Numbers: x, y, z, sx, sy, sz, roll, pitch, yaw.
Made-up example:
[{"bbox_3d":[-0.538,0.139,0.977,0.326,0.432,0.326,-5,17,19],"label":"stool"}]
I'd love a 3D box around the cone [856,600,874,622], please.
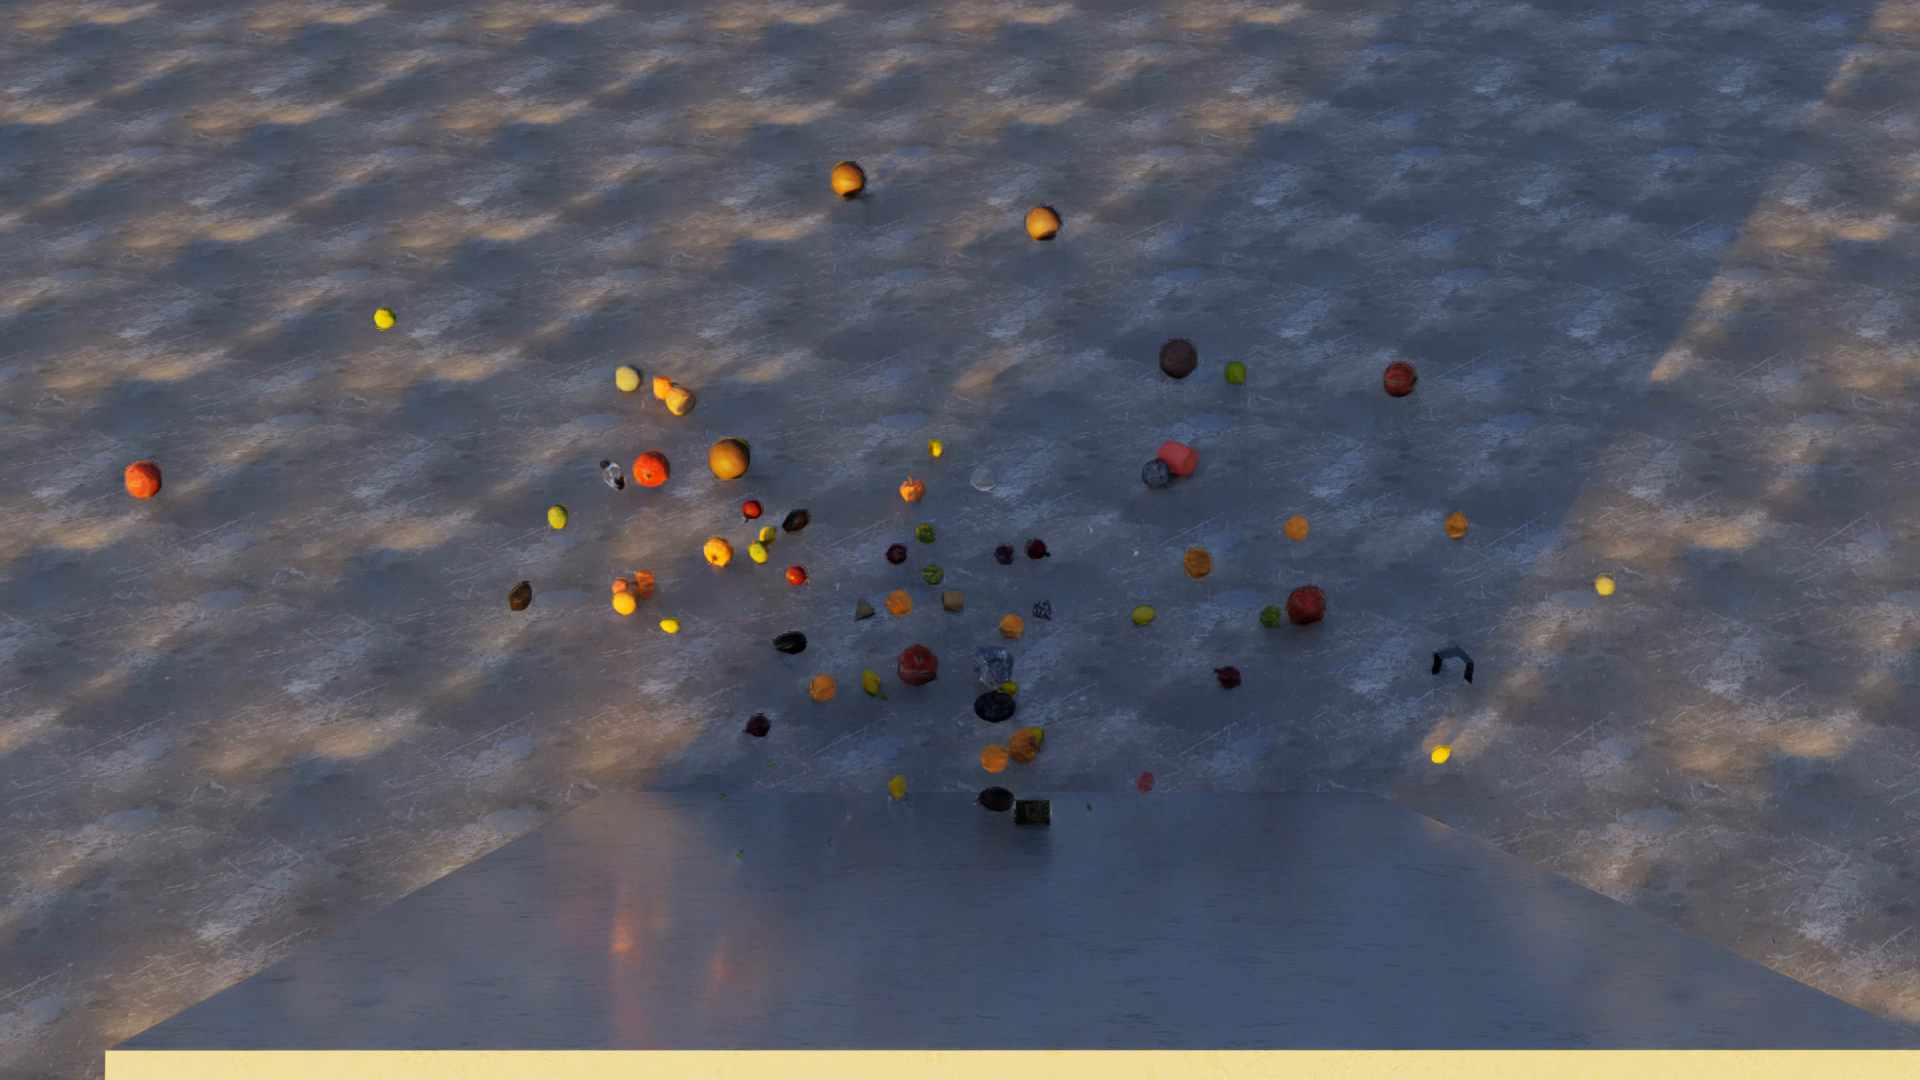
[{"bbox_3d":[-0.290,0.218,7.569,0.060,0.060,0.060,24,71,30],"label":"cone"}]

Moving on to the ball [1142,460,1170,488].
[{"bbox_3d":[0.613,-0.209,8.144,0.088,0.088,0.088,0,34,0],"label":"ball"}]

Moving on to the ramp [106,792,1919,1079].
[{"bbox_3d":[0.076,0.656,4.805,2.000,0.100,4.000,0,-2,0],"label":"ramp"}]

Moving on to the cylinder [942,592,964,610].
[{"bbox_3d":[-0.021,0.178,7.597,0.055,0.055,0.055,-2,34,-6],"label":"cylinder"}]

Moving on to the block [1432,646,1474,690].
[{"bbox_3d":[1.389,0.363,7.314,0.079,0.079,0.079,-14,37,-20],"label":"block"}]

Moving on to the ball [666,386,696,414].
[{"bbox_3d":[-0.915,-0.457,8.502,0.094,0.094,0.094,0,34,0],"label":"ball"}]

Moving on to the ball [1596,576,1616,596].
[{"bbox_3d":[1.909,0.133,7.669,0.059,0.059,0.059,0,34,0],"label":"ball"}]

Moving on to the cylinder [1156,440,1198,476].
[{"bbox_3d":[0.686,-0.258,8.204,0.093,0.093,0.093,24,41,31],"label":"cylinder"}]

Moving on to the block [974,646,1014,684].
[{"bbox_3d":[0.095,0.352,7.309,0.078,0.078,0.078,-1,24,-26],"label":"block"}]

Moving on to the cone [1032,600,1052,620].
[{"bbox_3d":[0.251,0.216,7.533,0.061,0.061,0.061,-15,38,-20],"label":"cone"}]

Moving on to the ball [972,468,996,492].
[{"bbox_3d":[0.075,-0.190,8.127,0.076,0.076,0.076,0,34,0],"label":"ball"}]

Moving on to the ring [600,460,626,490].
[{"bbox_3d":[-1.079,-0.203,8.060,0.036,0.108,0.108,-39,48,-22],"label":"ring"}]

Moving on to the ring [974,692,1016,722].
[{"bbox_3d":[0.097,0.463,7.205,0.116,0.039,0.116,0,33,0],"label":"ring"}]

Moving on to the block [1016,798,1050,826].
[{"bbox_3d":[0.163,0.606,5.779,0.053,0.053,0.053,1,-2,-44],"label":"block"}]

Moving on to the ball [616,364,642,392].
[{"bbox_3d":[-1.100,-0.540,8.627,0.091,0.091,0.091,0,34,0],"label":"ball"}]
